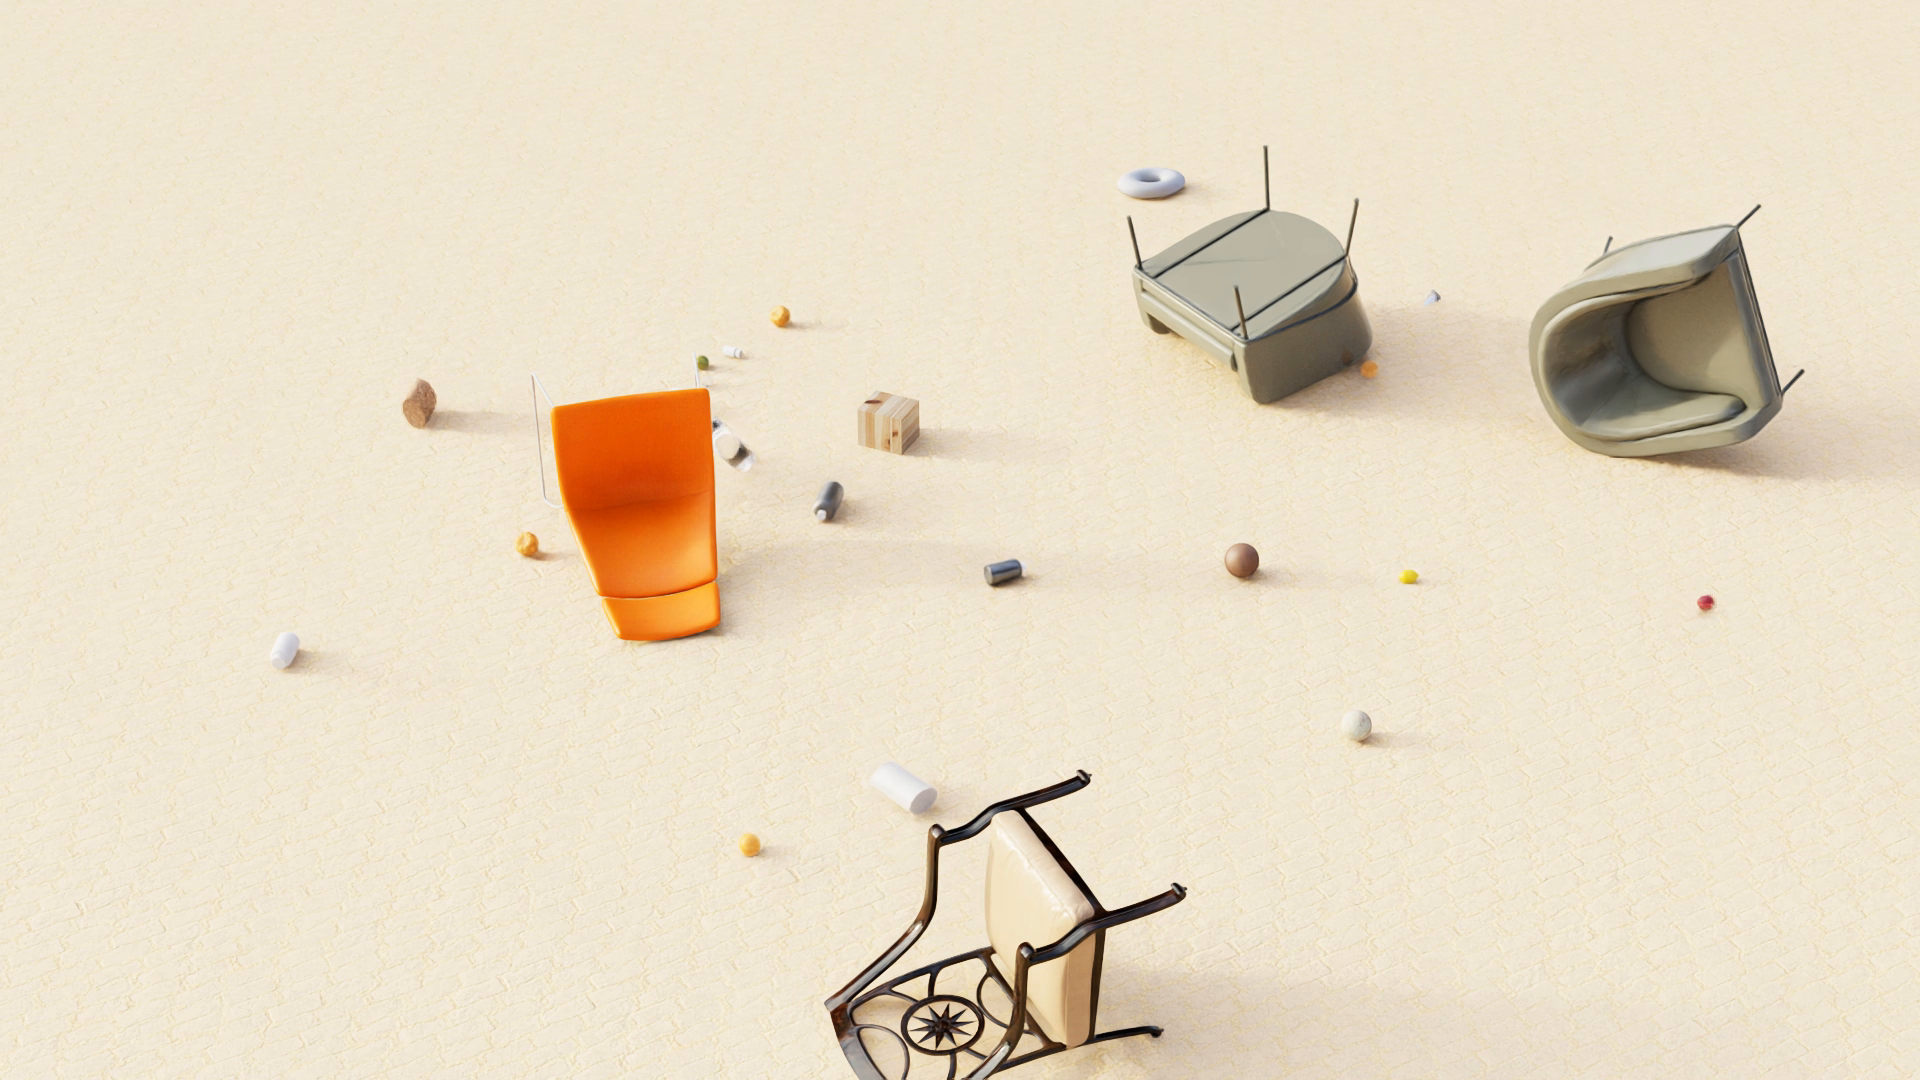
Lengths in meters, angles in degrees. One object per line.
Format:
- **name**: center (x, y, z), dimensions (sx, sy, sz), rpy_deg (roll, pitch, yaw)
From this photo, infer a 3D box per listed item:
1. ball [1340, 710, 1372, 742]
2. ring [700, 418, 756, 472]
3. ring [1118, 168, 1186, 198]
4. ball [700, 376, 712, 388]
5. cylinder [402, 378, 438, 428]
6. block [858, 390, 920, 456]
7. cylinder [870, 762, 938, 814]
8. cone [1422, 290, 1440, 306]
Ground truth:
- **ball**: center (1.339, 0.626, 9.898), dimensions (0.106, 0.106, 0.106), rpy_deg (0, 33, 0)
- **ring**: center (-0.895, -0.368, 11.300), dimensions (0.253, 0.096, 0.297), rpy_deg (43, 2, -5)
- **ring**: center (0.871, -1.626, 13.348), dimensions (0.322, 0.072, 0.234), rpy_deg (-10, 34, -16)
- **ball**: center (-1.026, -0.642, 11.873), dimensions (0.050, 0.050, 0.050), rpy_deg (0, 33, 0)
- **cylinder**: center (-2.145, -0.542, 11.642), dimensions (0.081, 0.142, 0.163), rpy_deg (-13, 30, 17)
- **block**: center (-0.280, -0.460, 11.495), dimensions (0.190, 0.161, 0.165), rpy_deg (14, 36, 20)
- **cylinder**: center (-0.185, 0.815, 9.625), dimensions (0.123, 0.091, 0.192), rpy_deg (-25, 41, -36)
- **cone**: center (1.994, -1.018, 12.465), dimensions (0.085, 0.054, 0.053), rpy_deg (-38, 33, -19)
